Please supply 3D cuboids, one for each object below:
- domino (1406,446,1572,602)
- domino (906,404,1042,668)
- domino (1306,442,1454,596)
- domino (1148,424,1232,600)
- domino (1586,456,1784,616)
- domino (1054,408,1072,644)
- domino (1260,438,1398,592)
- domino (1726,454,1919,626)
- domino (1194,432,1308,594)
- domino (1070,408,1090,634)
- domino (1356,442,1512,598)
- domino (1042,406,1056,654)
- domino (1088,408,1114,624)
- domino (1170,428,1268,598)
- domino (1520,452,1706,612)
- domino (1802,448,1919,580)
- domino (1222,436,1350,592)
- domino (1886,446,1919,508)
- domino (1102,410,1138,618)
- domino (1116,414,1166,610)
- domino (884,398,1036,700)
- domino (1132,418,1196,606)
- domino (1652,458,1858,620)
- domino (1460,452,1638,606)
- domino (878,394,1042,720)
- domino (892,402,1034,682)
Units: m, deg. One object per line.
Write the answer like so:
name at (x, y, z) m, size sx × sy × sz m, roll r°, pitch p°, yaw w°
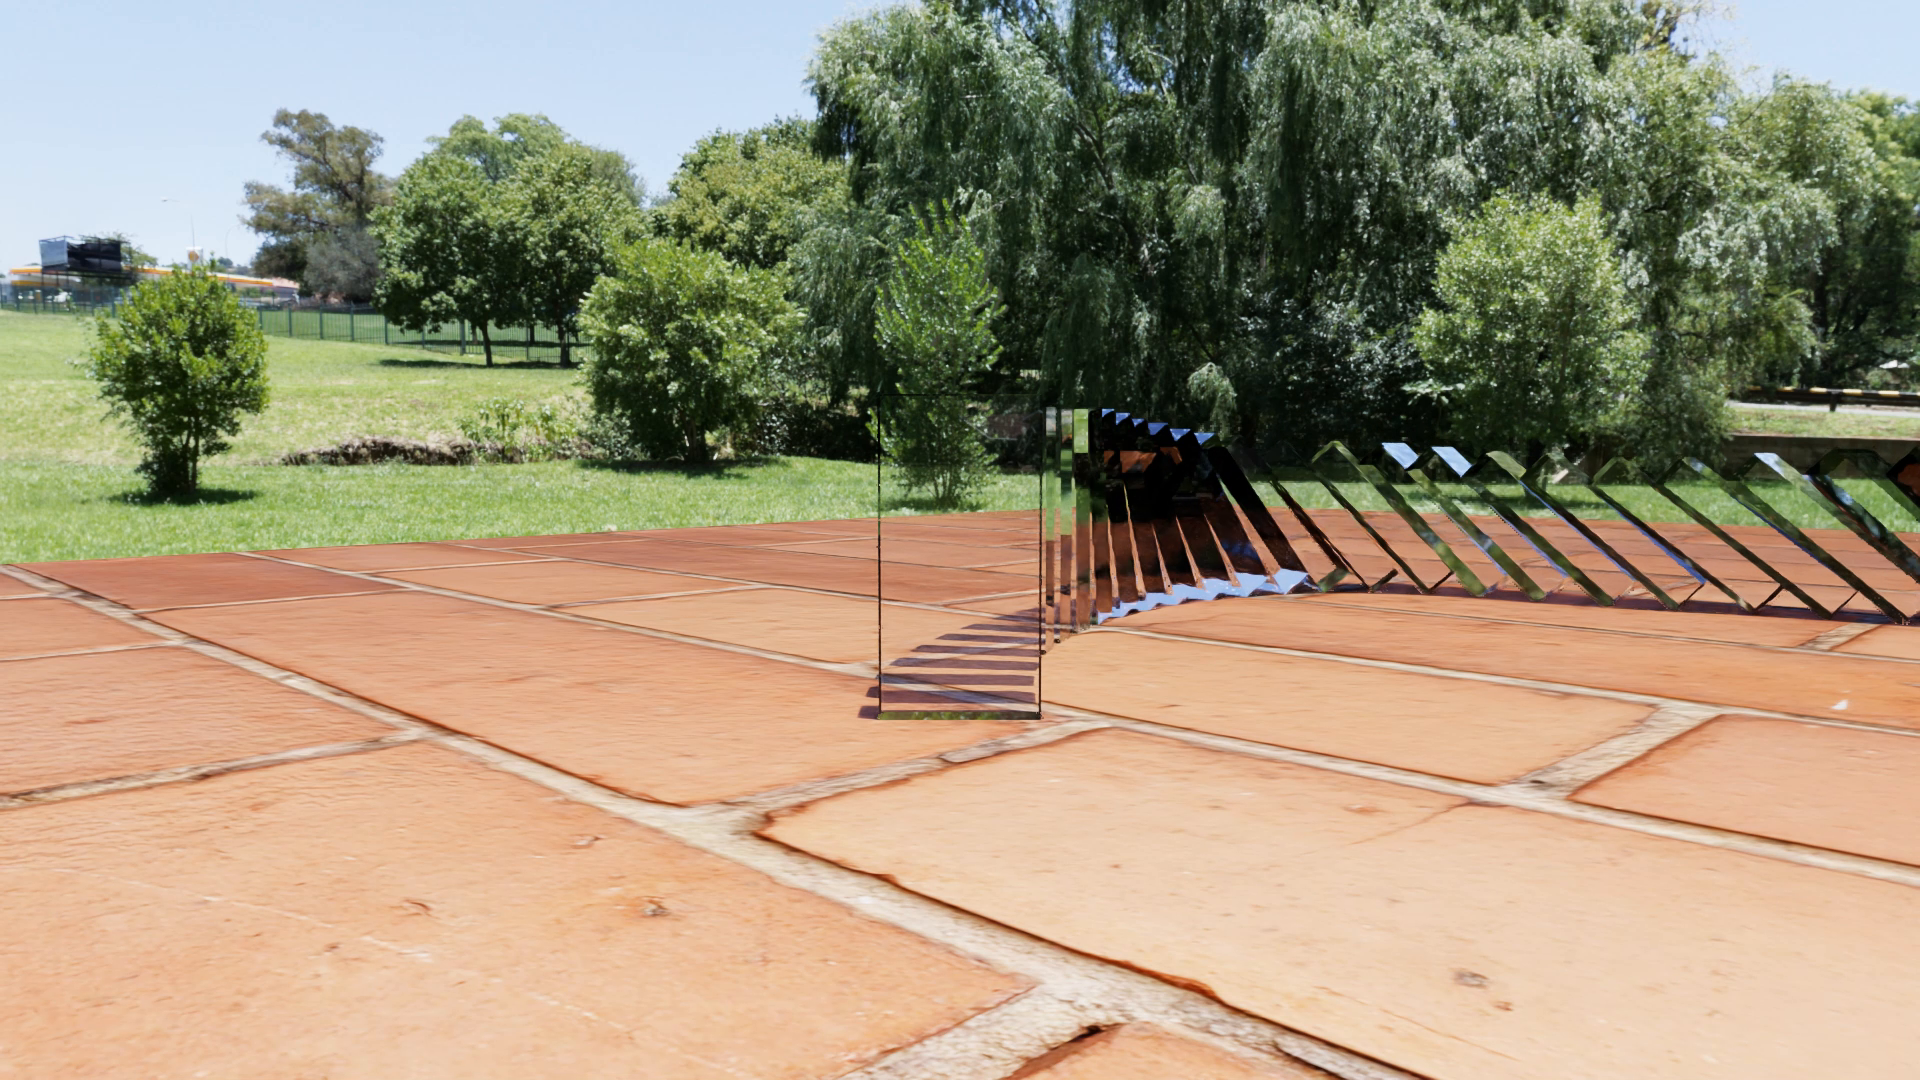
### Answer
domino at (0.150, -0.006, 0.362) m, size 0.050 × 0.010 × 0.025 m, roll 51°, pitch 29°, yaw 21°
domino at (0.003, -0.001, 0.249) m, size 0.025 × 0.050 × 0.009 m, roll 1°, pitch 4°, yaw 10°
domino at (0.123, -0.007, 0.375) m, size 0.010 × 0.050 × 0.025 m, roll -44°, pitch -12°, yaw 19°
domino at (0.054, -0.008, 0.351) m, size 0.010 × 0.050 × 0.025 m, roll -39°, pitch 25°, yaw -29°
domino at (0.190, -0.002, 0.335) m, size 0.050 × 0.010 × 0.025 m, roll 45°, pitch 26°, yaw 22°
domino at (0.011, -0.003, 0.280) m, size 0.025 × 0.050 × 0.009 m, roll 1°, pitch 5°, yaw 19°
domino at (0.108, -0.008, 0.378) m, size 0.010 × 0.050 × 0.025 m, roll -41°, pitch -7°, yaw 15°
domino at (0.217, -0.001, 0.319) m, size 0.025 × 0.009 × 0.050 m, roll -5°, pitch 48°, yaw -48°
domino at (0.078, -0.008, 0.370) m, size 0.009 × 0.050 × 0.025 m, roll -39°, pitch 14°, yaw -11°
domino at (0.016, -0.005, 0.294) m, size 0.025 × 0.050 × 0.010 m, roll 2°, pitch 8°, yaw 25°
domino at (0.139, -0.007, 0.371) m, size 0.009 × 0.050 × 0.025 m, roll -48°, pitch -22°, yaw 27°
domino at (0.006, -0.002, 0.265) m, size 0.025 × 0.050 × 0.009 m, roll 1°, pitch 4°, yaw 15°
domino at (0.022, -0.006, 0.306) m, size 0.025 × 0.050 × 0.009 m, roll 2°, pitch 15°, yaw 29°
domino at (0.065, -0.008, 0.361) m, size 0.009 × 0.050 × 0.025 m, roll -39°, pitch 21°, yaw -21°
domino at (0.175, -0.003, 0.343) m, size 0.050 × 0.009 × 0.025 m, roll 47°, pitch 26°, yaw 21°
domino at (0.232, -0.001, 0.310) m, size 0.025 × 0.009 × 0.050 m, roll -3°, pitch 48°, yaw -37°
domino at (0.092, -0.008, 0.377) m, size 0.009 × 0.050 × 0.025 m, roll -39°, pitch 2°, yaw 5°
domino at (0.246, -0.001, 0.301) m, size 0.025 × 0.010 × 0.050 m, roll 2°, pitch 45°, yaw -21°
domino at (0.028, -0.007, 0.318) m, size 0.025 × 0.050 × 0.009 m, roll 3°, pitch 21°, yaw 35°
domino at (0.035, -0.007, 0.329) m, size 0.025 × 0.050 × 0.010 m, roll 3°, pitch 27°, yaw 38°
domino at (0.000, 0.001, 0.217) m, size 0.025 × 0.050 × 0.009 m, roll 0°, pitch 4°, yaw 1°
domino at (0.044, -0.008, 0.341) m, size 0.025 × 0.050 × 0.009 m, roll 5°, pitch 33°, yaw 46°
domino at (0.204, -0.001, 0.328) m, size 0.025 × 0.009 × 0.050 m, roll -5°, pitch 46°, yaw -52°
domino at (0.162, -0.004, 0.351) m, size 0.050 × 0.010 × 0.025 m, roll 48°, pitch 28°, yaw 22°
domino at (0.000, 0.002, 0.201) m, size 0.025 × 0.050 × 0.009 m, roll 0°, pitch 4°, yaw 0°
domino at (0.001, 0.000, 0.233) m, size 0.025 × 0.050 × 0.010 m, roll 0°, pitch 4°, yaw 4°
